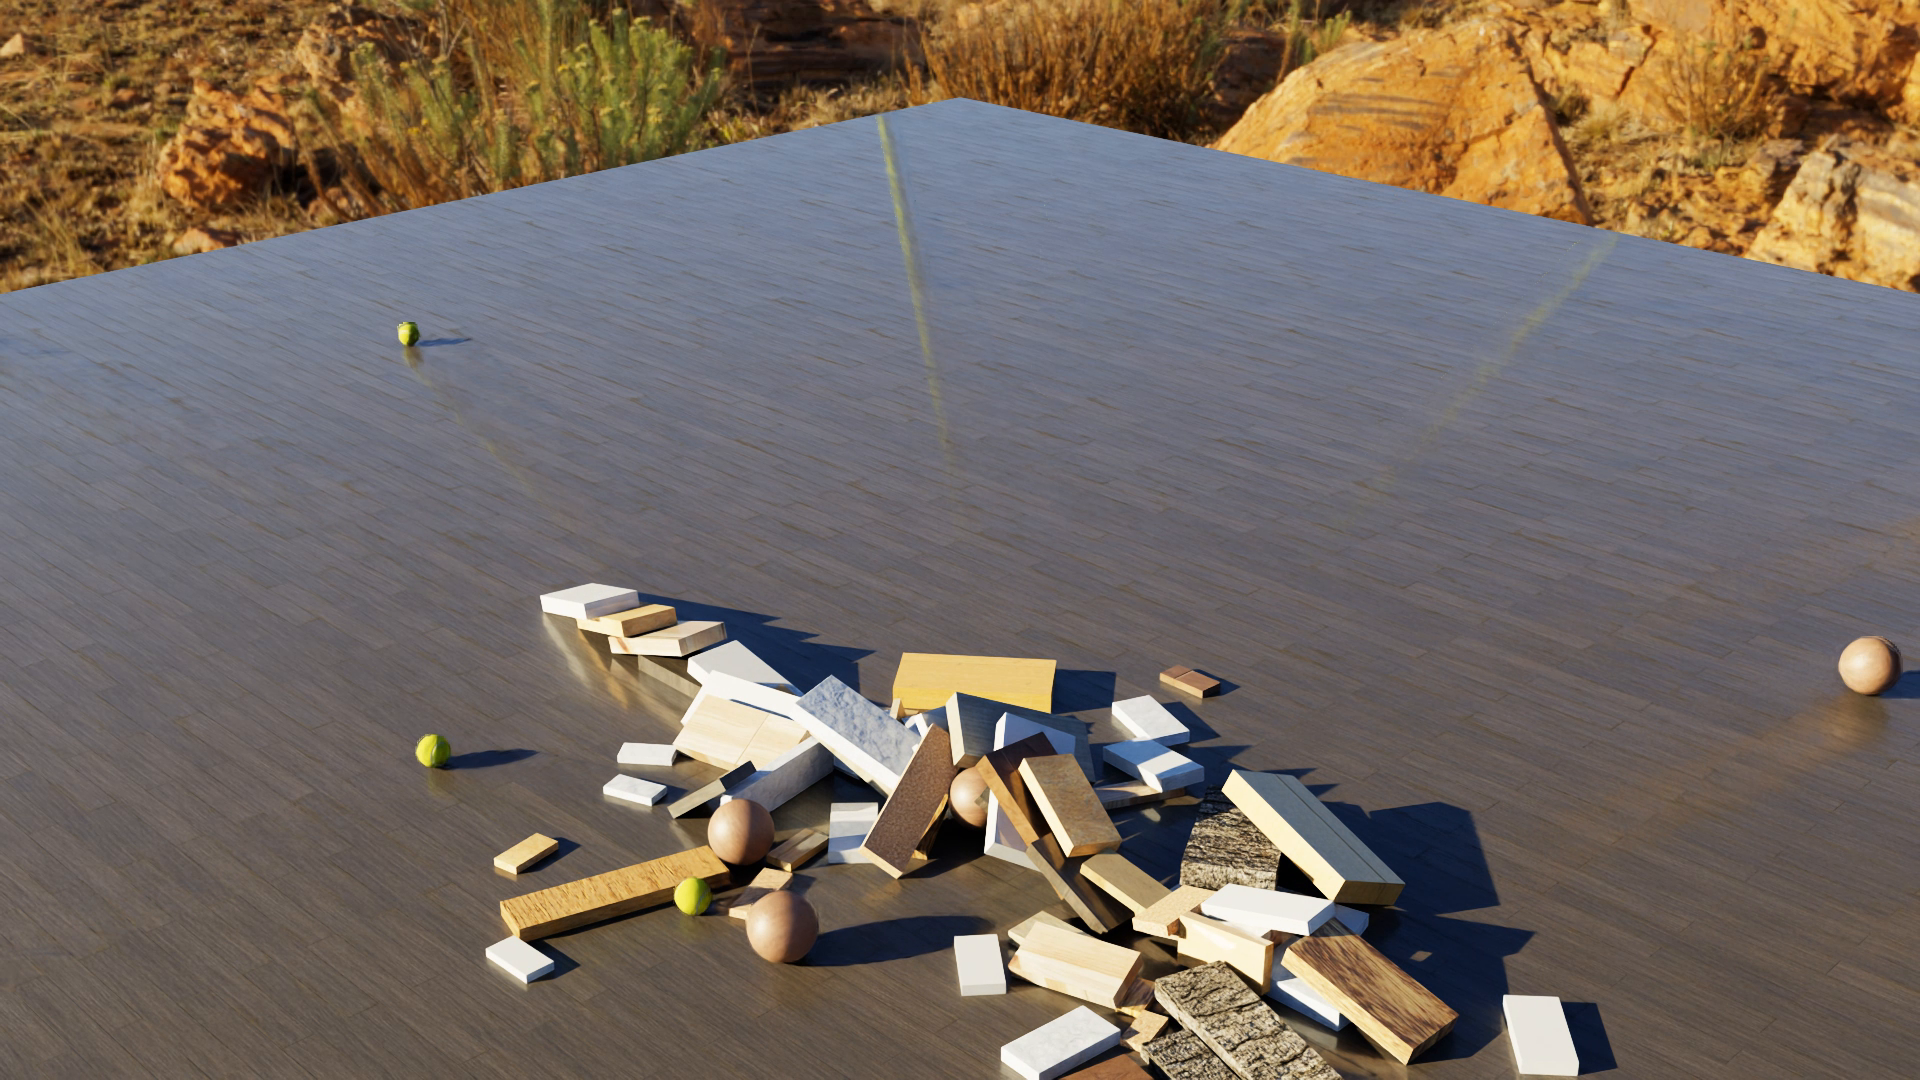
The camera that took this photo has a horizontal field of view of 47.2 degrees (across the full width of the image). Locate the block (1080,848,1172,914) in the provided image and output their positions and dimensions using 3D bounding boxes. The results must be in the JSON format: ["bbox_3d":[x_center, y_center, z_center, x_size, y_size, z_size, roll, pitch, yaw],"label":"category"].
[{"bbox_3d":[0.307,0.633,4.069,0.156,0.022,0.078,33,39,29],"label":"block"}]

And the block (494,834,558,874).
[{"bbox_3d":[-0.847,0.612,4.296,0.058,0.016,0.116,15,27,31],"label":"block"}]

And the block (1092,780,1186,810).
[{"bbox_3d":[0.282,0.529,4.491,0.359,0.018,0.063,-8,24,-18],"label":"block"}]

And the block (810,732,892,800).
[{"bbox_3d":[-0.164,0.442,4.539,0.274,0.039,0.137,38,38,22],"label":"block"}]

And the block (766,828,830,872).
[{"bbox_3d":[-0.317,0.607,4.309,0.061,0.017,0.121,15,27,32],"label":"block"}]

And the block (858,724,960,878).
[{"bbox_3d":[-0.088,0.510,4.334,0.092,0.026,0.349,35,46,-4],"label":"block"}]

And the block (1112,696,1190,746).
[{"bbox_3d":[0.415,0.396,4.794,0.092,0.026,0.184,-10,25,-22],"label":"block"}]

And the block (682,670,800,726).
[{"bbox_3d":[-0.439,0.382,4.719,0.305,0.039,0.137,14,61,30],"label":"block"}]

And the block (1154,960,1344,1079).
[{"bbox_3d":[0.518,0.868,3.646,0.134,0.038,0.524,-11,27,-25],"label":"block"}]

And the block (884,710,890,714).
[{"bbox_3d":[-0.196,0.395,4.787,0.094,0.013,0.047,-4,41,1],"label":"block"}]

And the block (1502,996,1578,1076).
[{"bbox_3d":[0.987,0.842,3.743,0.094,0.027,0.187,2,23,4],"label":"block"}]

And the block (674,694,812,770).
[{"bbox_3d":[-0.456,0.422,4.637,0.274,0.039,0.137,14,56,30],"label":"block"}]

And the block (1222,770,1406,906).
[{"bbox_3d":[0.673,0.566,4.201,0.175,0.050,0.350,10,24,-39],"label":"block"}]

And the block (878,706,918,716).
[{"bbox_3d":[-0.153,0.389,4.824,0.113,0.016,0.057,5,24,12],"label":"block"}]

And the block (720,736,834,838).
[{"bbox_3d":[-0.369,0.492,4.479,0.027,0.094,0.332,19,29,30],"label":"block"}]

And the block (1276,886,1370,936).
[{"bbox_3d":[0.654,0.700,4.078,0.185,0.026,0.092,13,26,29],"label":"block"}]

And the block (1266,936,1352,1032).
[{"bbox_3d":[0.598,0.768,3.900,0.276,0.039,0.138,21,31,40],"label":"block"}]

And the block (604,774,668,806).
[{"bbox_3d":[-0.668,0.514,4.527,0.116,0.016,0.058,11,25,24],"label":"block"}]

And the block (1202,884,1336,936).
[{"bbox_3d":[0.551,0.661,3.938,0.221,0.026,0.092,3,18,40],"label":"block"}]

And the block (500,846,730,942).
[{"bbox_3d":[-0.648,0.666,4.152,0.417,0.030,0.107,-12,26,-27],"label":"block"}]

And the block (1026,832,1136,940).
[{"bbox_3d":[0.236,0.635,4.100,0.111,0.031,0.222,-21,57,-40],"label":"block"}]

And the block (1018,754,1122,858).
[{"bbox_3d":[0.209,0.503,4.184,0.111,0.031,0.222,-2,43,-31],"label":"block"}]

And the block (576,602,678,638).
[{"bbox_3d":[-0.787,0.184,5.180,0.137,0.039,0.274,-14,10,-30],"label":"block"}]

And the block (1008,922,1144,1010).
[{"bbox_3d":[0.204,0.751,3.892,0.213,0.030,0.107,11,46,31],"label":"block"}]

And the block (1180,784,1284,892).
[{"bbox_3d":[0.542,0.577,4.259,0.175,0.050,0.416,5,15,12],"label":"block"}]

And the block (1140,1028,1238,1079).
[{"bbox_3d":[0.388,0.883,3.645,0.094,0.027,0.187,-11,25,-24],"label":"block"}]

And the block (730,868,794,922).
[{"bbox_3d":[-0.375,0.670,4.159,0.061,0.017,0.152,8,24,19],"label":"block"}]

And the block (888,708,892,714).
[{"bbox_3d":[-0.146,0.405,4.742,0.013,0.047,0.095,-10,21,13],"label":"block"}]

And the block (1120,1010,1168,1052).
[{"bbox_3d":[0.315,0.841,3.762,0.048,0.014,0.095,13,26,27],"label":"block"}]

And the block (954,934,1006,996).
[{"bbox_3d":[0.035,0.761,3.940,0.078,0.022,0.156,-2,23,-5],"label":"block"}]

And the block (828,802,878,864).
[{"bbox_3d":[-0.211,0.580,4.360,0.094,0.027,0.187,0,23,-1],"label":"block"}]
